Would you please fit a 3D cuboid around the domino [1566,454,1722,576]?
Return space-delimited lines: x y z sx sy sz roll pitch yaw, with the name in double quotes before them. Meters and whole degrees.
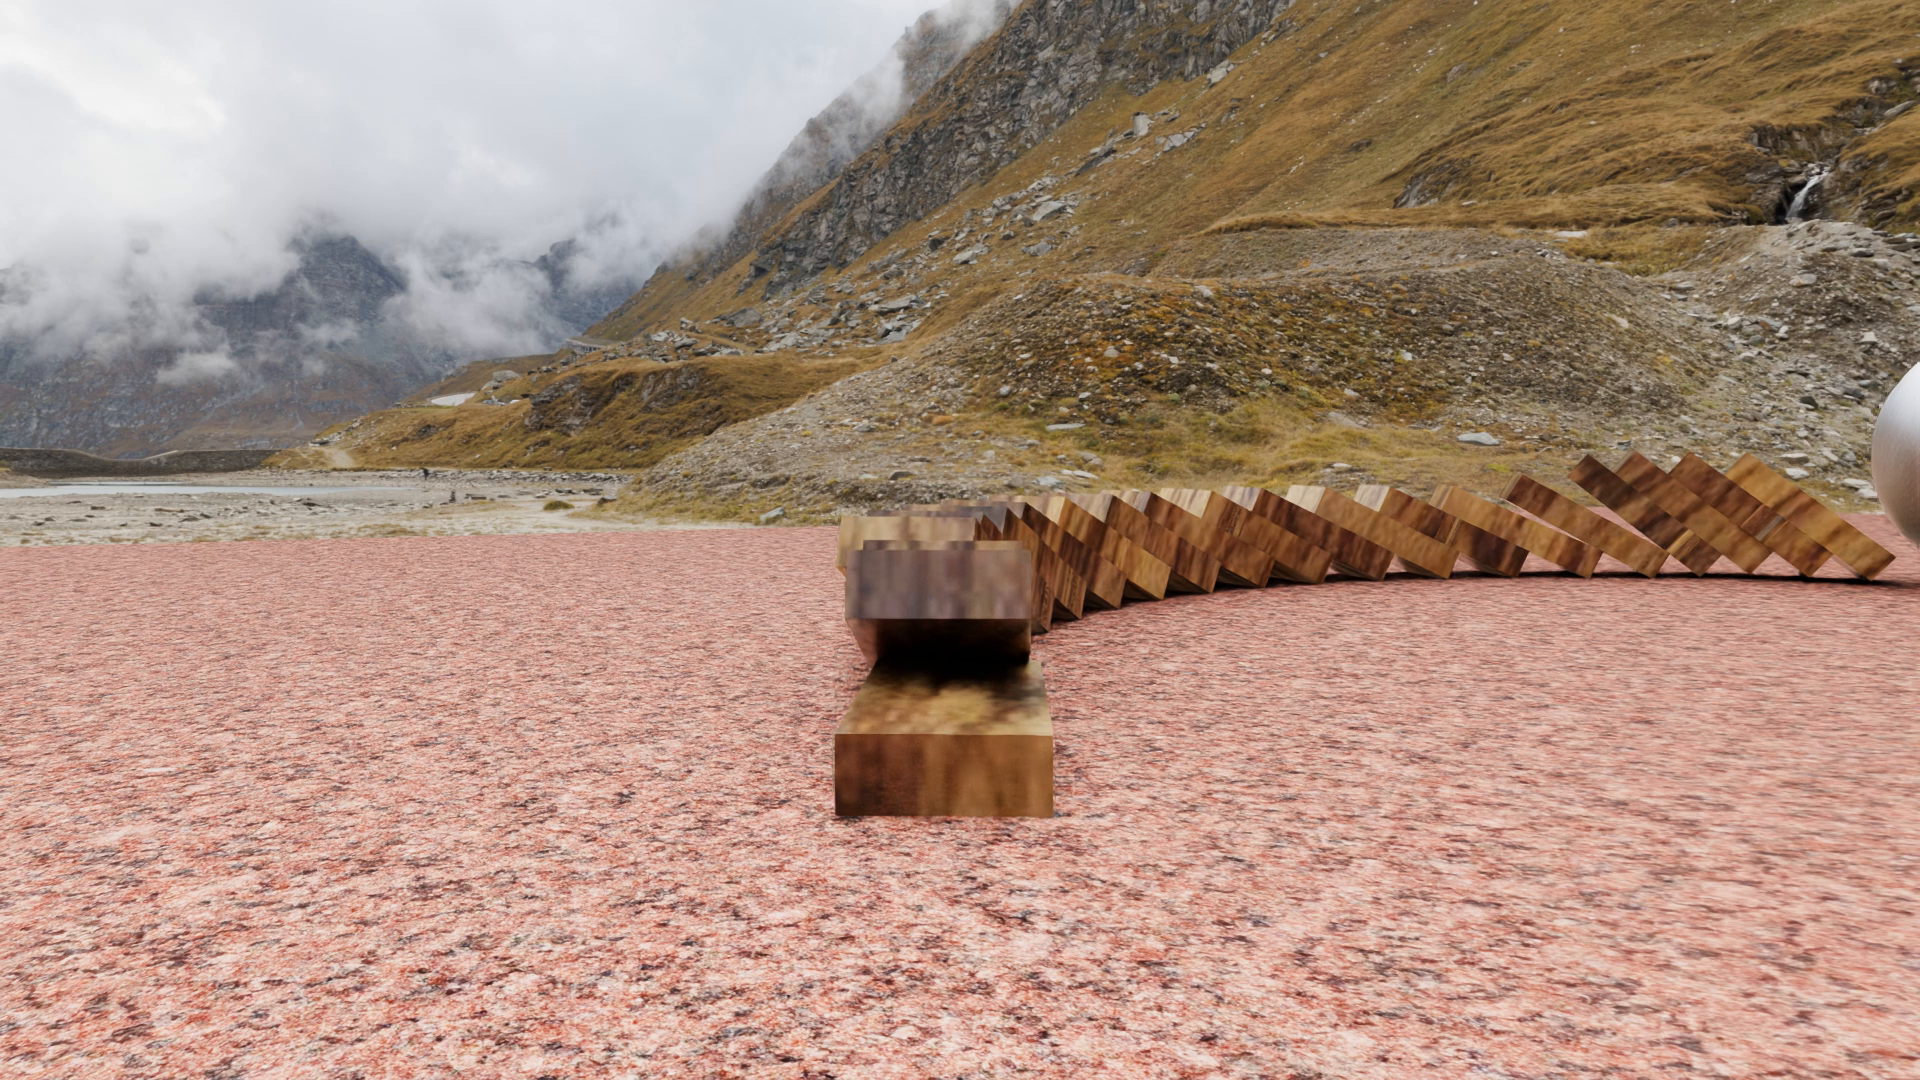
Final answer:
"domino" 0.224 -0.009 0.421 0.050 0.010 0.025 43 19 17

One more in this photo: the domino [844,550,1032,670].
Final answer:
"domino" -0.002 0.013 0.196 0.025 0.009 0.050 0 -18 2

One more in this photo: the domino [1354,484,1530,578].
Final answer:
"domino" 0.155 -0.003 0.416 0.050 0.009 0.025 24 2 -5

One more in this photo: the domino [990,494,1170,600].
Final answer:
"domino" 0.031 0.002 0.341 0.025 0.009 0.050 4 -19 44

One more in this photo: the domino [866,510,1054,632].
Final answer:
"domino" 0.001 0.007 0.274 0.025 0.009 0.050 2 -20 22

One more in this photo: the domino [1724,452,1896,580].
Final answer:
"domino" 0.265 -0.008 0.403 0.050 0.010 0.025 44 19 20

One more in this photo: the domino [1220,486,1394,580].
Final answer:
"domino" 0.108 -0.002 0.404 0.050 0.009 0.025 24 -2 -15

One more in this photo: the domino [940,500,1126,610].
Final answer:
"domino" 0.018 0.004 0.321 0.025 0.010 0.050 3 -19 38

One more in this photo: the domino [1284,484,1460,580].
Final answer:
"domino" 0.131 -0.003 0.411 0.050 0.009 0.025 24 0 -11

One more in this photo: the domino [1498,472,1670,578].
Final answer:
"domino" 0.203 -0.005 0.421 0.050 0.009 0.025 31 12 13

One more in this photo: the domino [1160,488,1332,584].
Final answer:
"domino" 0.086 -0.001 0.390 0.050 0.010 0.025 25 -7 -25

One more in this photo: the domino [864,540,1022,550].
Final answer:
"domino" -0.002 0.012 0.223 0.025 0.010 0.050 0 -17 2

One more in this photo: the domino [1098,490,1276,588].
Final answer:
"domino" 0.065 0.000 0.378 0.050 0.010 0.025 25 -8 -28

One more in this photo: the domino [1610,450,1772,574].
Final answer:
"domino" 0.237 -0.010 0.419 0.050 0.009 0.025 42 18 15

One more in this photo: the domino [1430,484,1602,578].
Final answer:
"domino" 0.181 -0.003 0.421 0.050 0.010 0.025 25 8 8

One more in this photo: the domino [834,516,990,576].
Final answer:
"domino" -0.004 0.009 0.250 0.025 0.009 0.050 1 -20 15

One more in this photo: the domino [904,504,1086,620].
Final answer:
"domino" 0.009 0.006 0.297 0.025 0.009 0.050 2 -19 27

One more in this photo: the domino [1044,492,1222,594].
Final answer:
"domino" 0.048 0.001 0.359 0.050 0.009 0.025 28 -15 -38

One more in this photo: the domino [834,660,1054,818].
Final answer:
"domino" -0.001 0.025 0.171 0.025 0.009 0.050 0 4 2

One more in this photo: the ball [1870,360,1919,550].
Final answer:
"ball" 0.314 -0.025 0.373 0.080 0.080 0.080 0 4 0

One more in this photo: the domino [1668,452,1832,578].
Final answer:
"domino" 0.252 -0.008 0.411 0.050 0.009 0.025 44 19 21
